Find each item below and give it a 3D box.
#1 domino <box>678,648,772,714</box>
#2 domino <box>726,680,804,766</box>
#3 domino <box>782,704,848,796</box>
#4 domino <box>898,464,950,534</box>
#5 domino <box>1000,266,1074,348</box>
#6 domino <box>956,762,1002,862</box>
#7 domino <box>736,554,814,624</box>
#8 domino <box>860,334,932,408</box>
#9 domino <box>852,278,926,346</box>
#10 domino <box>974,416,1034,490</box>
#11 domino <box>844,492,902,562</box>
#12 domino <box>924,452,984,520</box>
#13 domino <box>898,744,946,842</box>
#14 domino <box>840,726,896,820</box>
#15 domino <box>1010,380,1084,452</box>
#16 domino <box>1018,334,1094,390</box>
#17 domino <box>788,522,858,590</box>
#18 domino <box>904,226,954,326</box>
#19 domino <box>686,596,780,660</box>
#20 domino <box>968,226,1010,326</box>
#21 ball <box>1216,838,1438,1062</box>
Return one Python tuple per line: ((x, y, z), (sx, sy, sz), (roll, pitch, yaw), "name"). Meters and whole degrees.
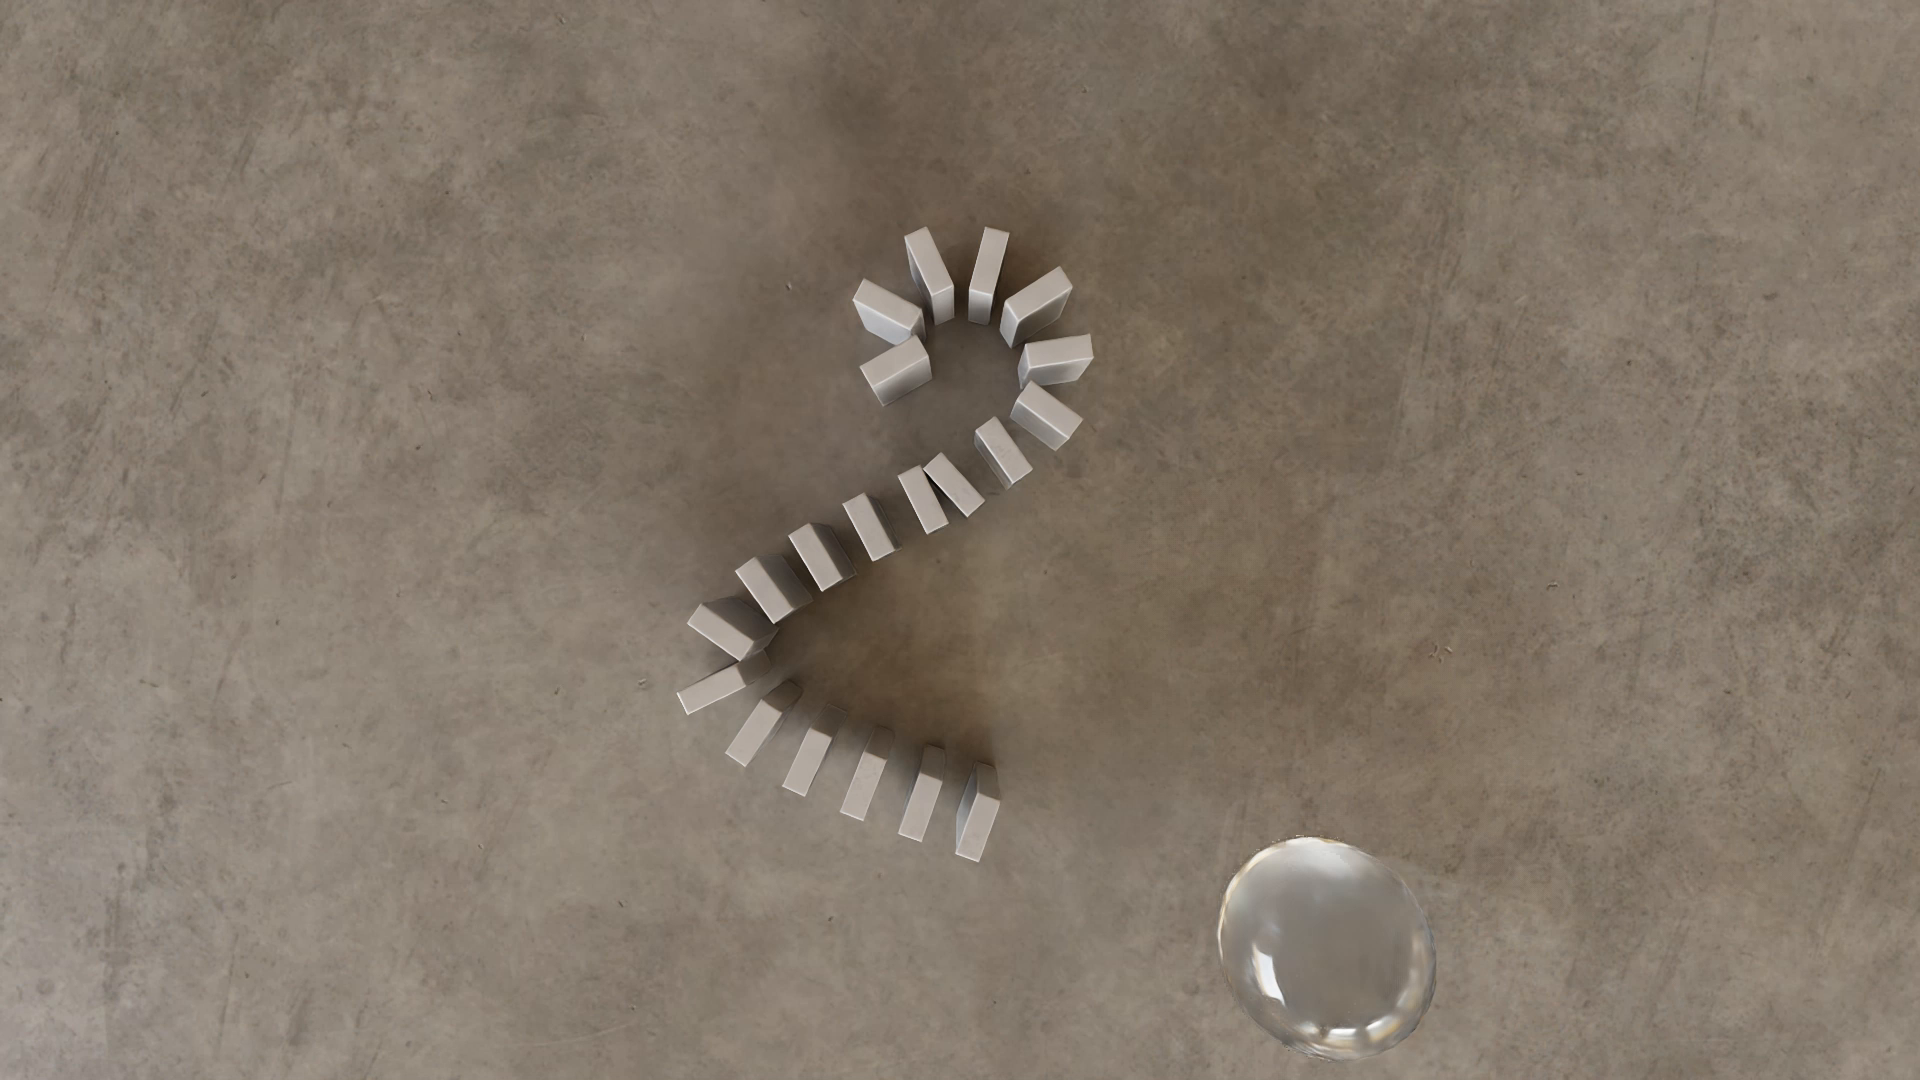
((-0.095, 0.057, 0.375), (0.025, 0.050, 0.009), (-26, 90, 0), "domino")
((-0.079, 0.074, 0.375), (0.010, 0.050, 0.025), (34, 90, 0), "domino")
((-0.058, 0.085, 0.375), (0.009, 0.050, 0.025), (25, 90, 0), "domino")
((-0.014, -0.016, 0.375), (0.010, 0.050, 0.025), (-27, 90, 0), "domino")
((0.030, -0.094, 0.375), (0.025, 0.050, 0.010), (-32, 90, 0), "domino")
((0.007, 0.110, 0.375), (0.009, 0.050, 0.025), (20, 90, 0), "domino")
((-0.075, 0.019, 0.375), (0.010, 0.050, 0.025), (-36, 90, 0), "domino")
((-0.025, -0.068, 0.375), (0.025, 0.050, 0.010), (-30, 90, 0), "domino")
((-0.028, -0.090, 0.375), (0.025, 0.050, 0.009), (28, 90, 0), "domino")
((0.017, -0.035, 0.375), (0.009, 0.050, 0.025), (-35, 90, 0), "domino")
((-0.035, -0.005, 0.375), (0.010, 0.050, 0.025), (-28, 90, 0), "domino")
((-0.002, -0.021, 0.375), (0.009, 0.050, 0.025), (-43, 90, 0), "domino")
((-0.015, 0.102, 0.375), (0.010, 0.050, 0.025), (19, 90, 0), "domino")
((-0.037, 0.094, 0.375), (0.009, 0.050, 0.025), (21, 90, 0), "domino")
((0.034, -0.050, 0.375), (0.025, 0.050, 0.010), (36, 90, 0), "domino")
((0.038, -0.072, 0.375), (0.025, 0.050, 0.010), (-9, 90, 0), "domino")
((-0.055, 0.006, 0.375), (0.009, 0.050, 0.025), (-31, 90, 0), "domino")
((-0.012, -0.107, 0.375), (0.010, 0.050, 0.025), (-25, 90, 0), "domino")
((-0.091, 0.035, 0.375), (0.025, 0.050, 0.010), (35, 90, 0), "domino")
((0.011, -0.107, 0.375), (0.010, 0.050, 0.025), (15, 90, 0), "domino")
((0.142, 0.159, 0.360), (0.080, 0.080, 0.080), (0, 90, 0), "ball")
